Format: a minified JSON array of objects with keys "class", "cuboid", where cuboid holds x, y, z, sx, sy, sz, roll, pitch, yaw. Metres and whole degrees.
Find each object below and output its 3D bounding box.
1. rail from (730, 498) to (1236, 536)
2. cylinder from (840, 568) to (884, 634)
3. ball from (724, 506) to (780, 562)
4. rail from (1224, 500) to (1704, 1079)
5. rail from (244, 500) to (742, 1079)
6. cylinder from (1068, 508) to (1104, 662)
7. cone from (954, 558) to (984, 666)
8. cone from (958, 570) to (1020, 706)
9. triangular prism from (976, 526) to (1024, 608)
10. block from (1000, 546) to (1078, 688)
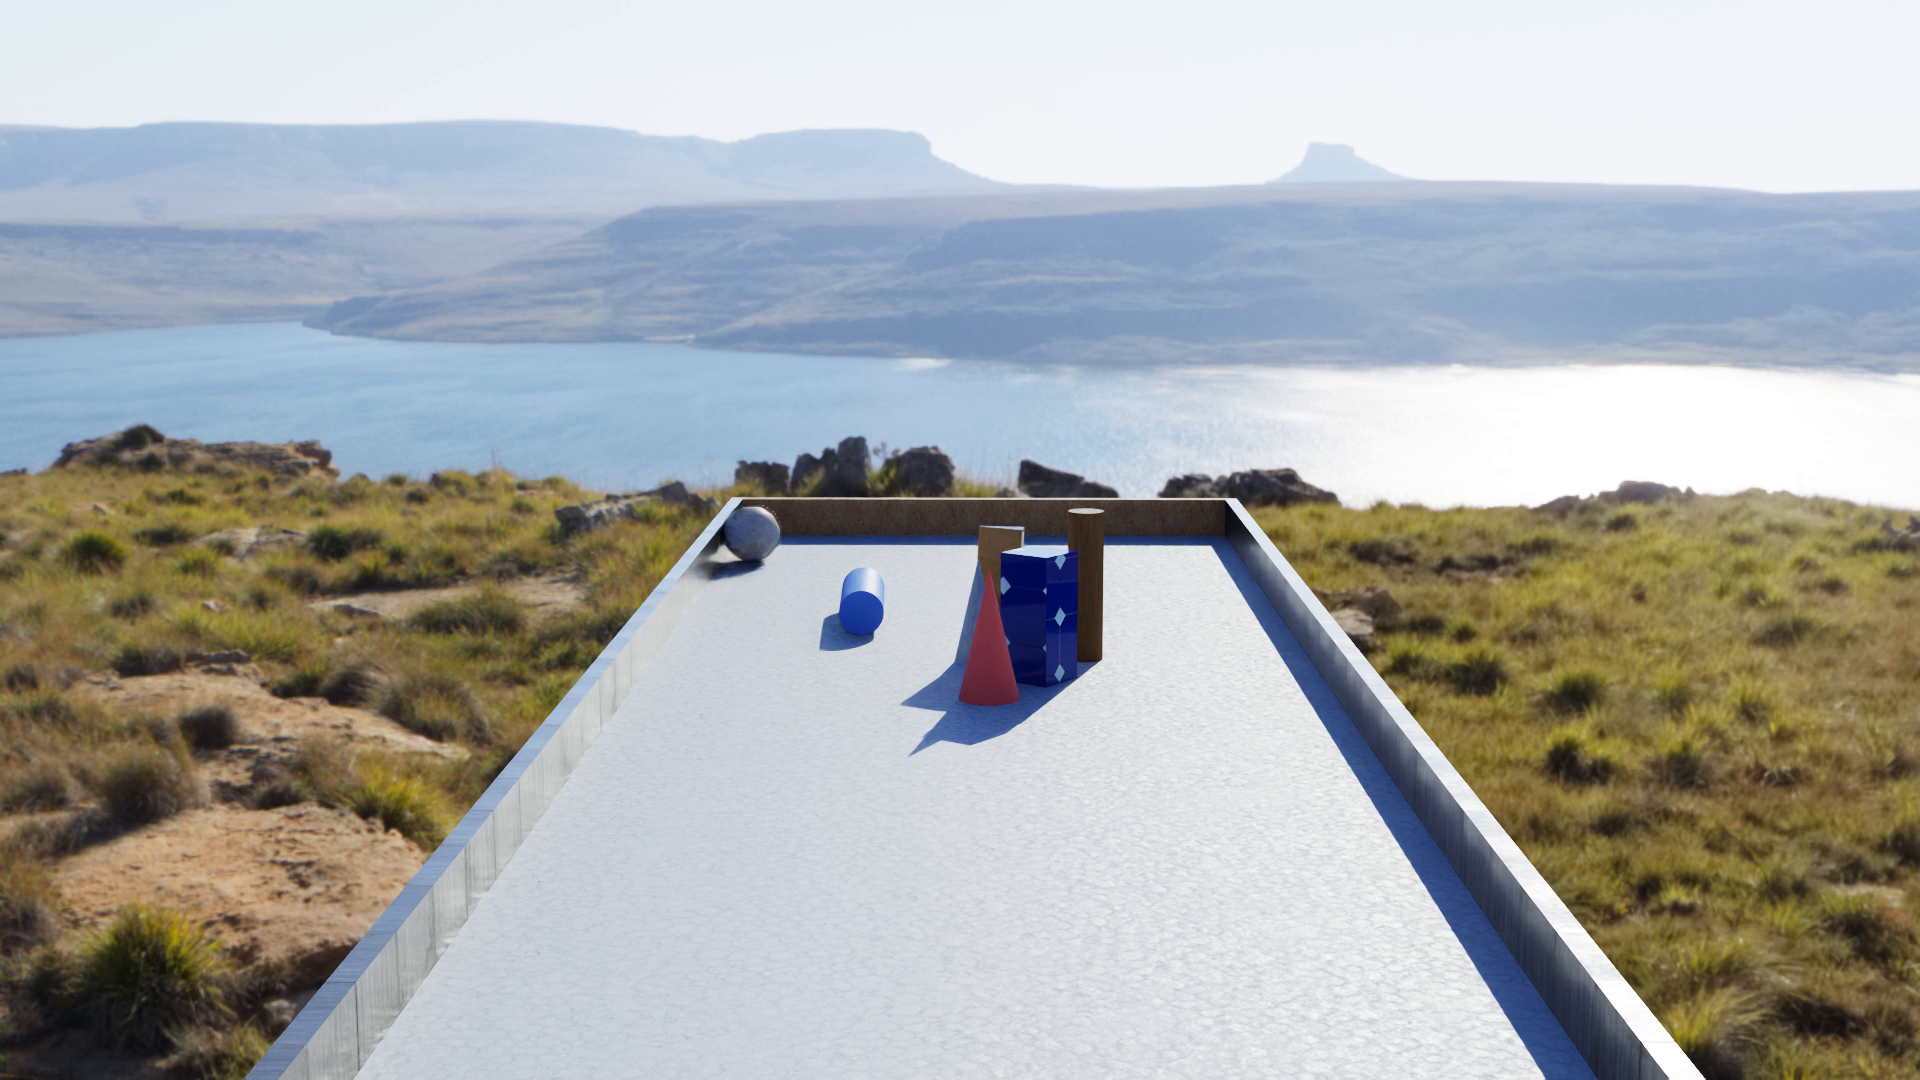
[{"class":"rail","cuboid":[0.099,-0.098,9.147,2.100,0.150,0.050,0,9,1]},{"class":"cylinder","cuboid":[-0.323,0.199,7.290,0.145,0.145,0.446,0,9,-2]},{"class":"ball","cuboid":[-0.802,-0.024,8.469,0.216,0.216,0.216,0,9,0]},{"class":"rail","cuboid":[1.046,0.843,3.208,0.050,0.150,12.000,0,9,1]},{"class":"rail","cuboid":[-1.004,0.839,3.234,0.050,0.150,12.000,0,9,1]},{"class":"cylinder","cuboid":[0.382,0.137,6.687,0.108,0.456,0.108,0,9,0]},{"class":"cone","cuboid":[0.056,0.210,6.649,0.146,0.323,0.146,0,9,0]},{"class":"cone","cuboid":[0.082,0.262,6.163,0.173,0.373,0.173,0,9,0]},{"class":"triangular prism","cuboid":[0.148,0.153,6.776,0.153,0.385,0.133,6,5,33]},{"class":"block","cuboid":[0.231,0.220,6.409,0.161,0.379,0.161,7,11,36]}]
